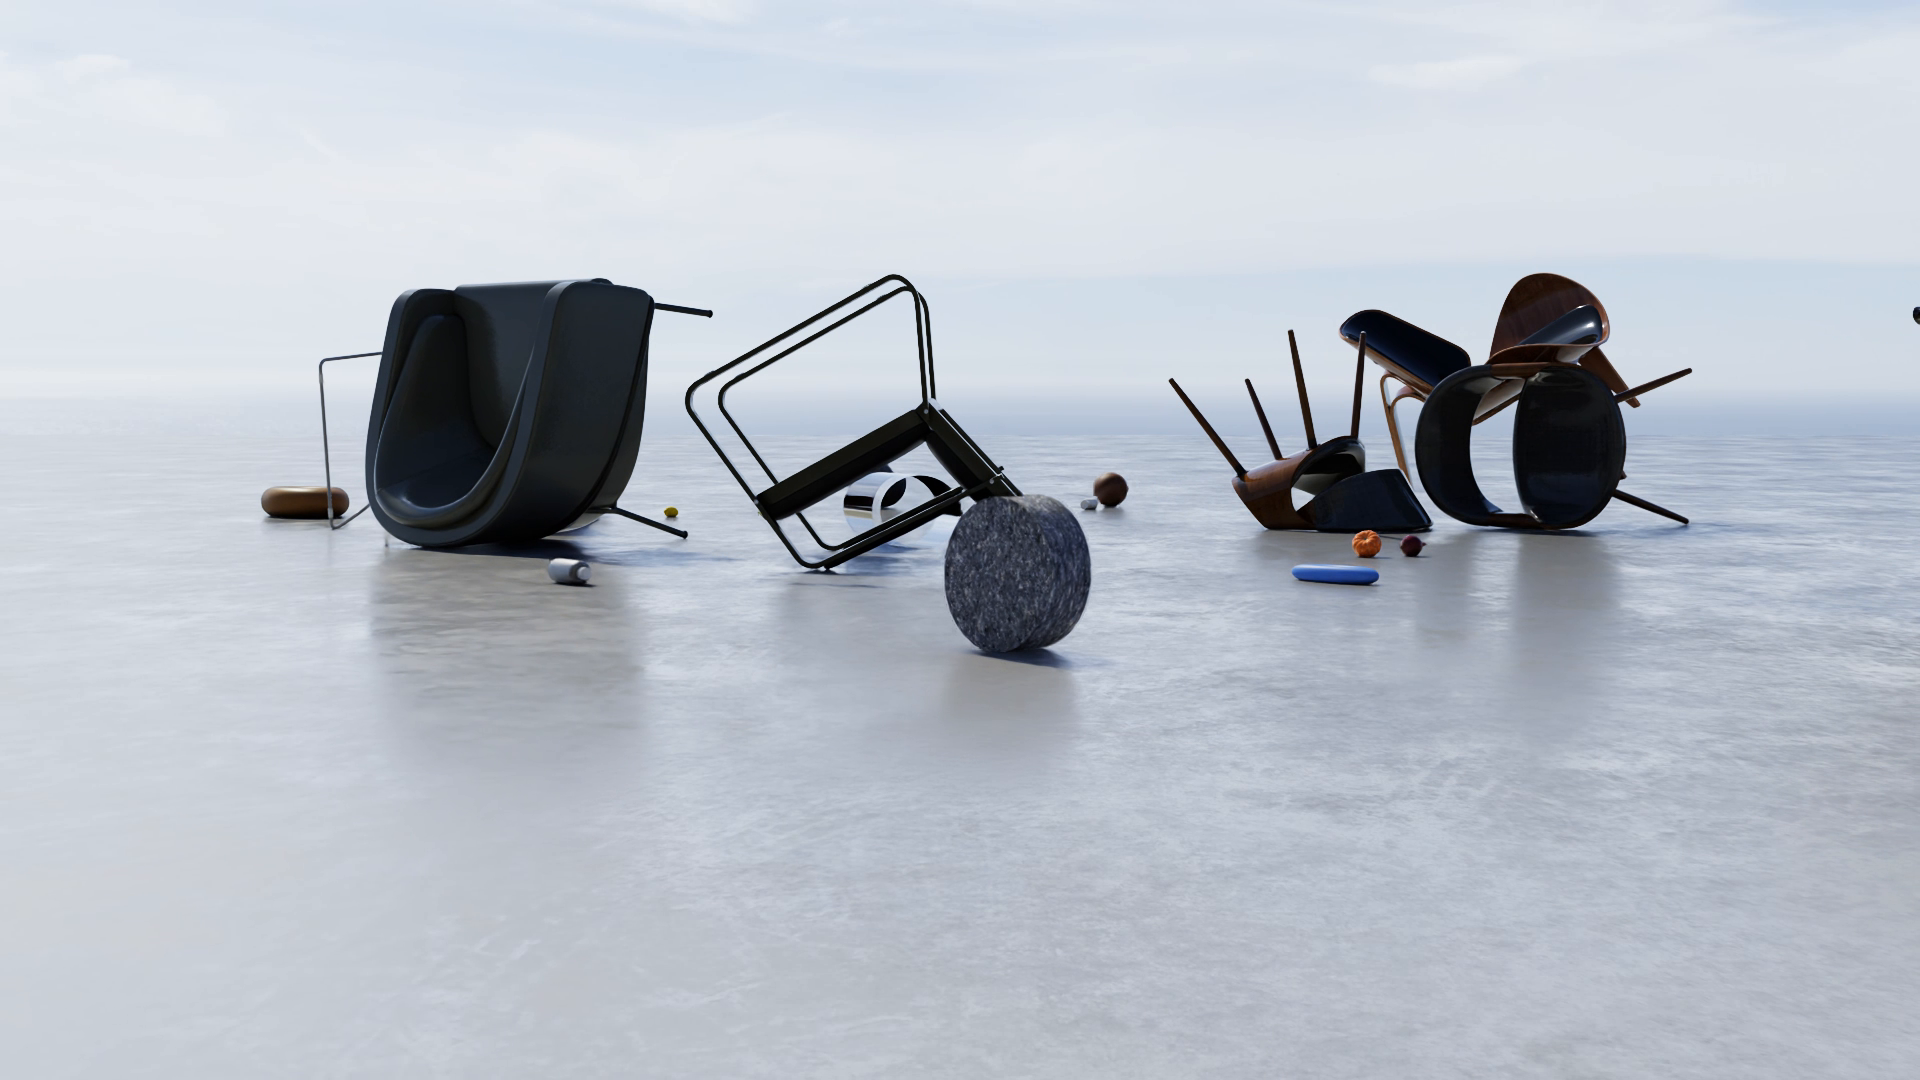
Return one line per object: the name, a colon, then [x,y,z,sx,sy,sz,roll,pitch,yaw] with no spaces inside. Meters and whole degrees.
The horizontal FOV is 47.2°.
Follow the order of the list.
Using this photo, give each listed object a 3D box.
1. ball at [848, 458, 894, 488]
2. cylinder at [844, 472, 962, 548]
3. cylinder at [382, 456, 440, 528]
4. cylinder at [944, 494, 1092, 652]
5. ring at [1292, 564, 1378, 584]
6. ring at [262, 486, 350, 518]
ball: [-0.337,-0.221,8.430,0.182,0.182,0.182,0,4,0]
cylinder: [-0.166,-0.086,6.280,0.258,0.206,0.247,8,0,-28]
cylinder: [-1.789,-0.158,7.169,0.178,0.230,0.169,1,4,12]
cylinder: [0.097,0.056,3.774,0.243,0.268,0.106,22,18,40]
ring: [0.873,0.079,5.120,0.086,0.039,0.242,-2,4,-44]
ring: [-2.318,-0.136,7.784,0.266,0.104,0.413,-3,4,-44]
